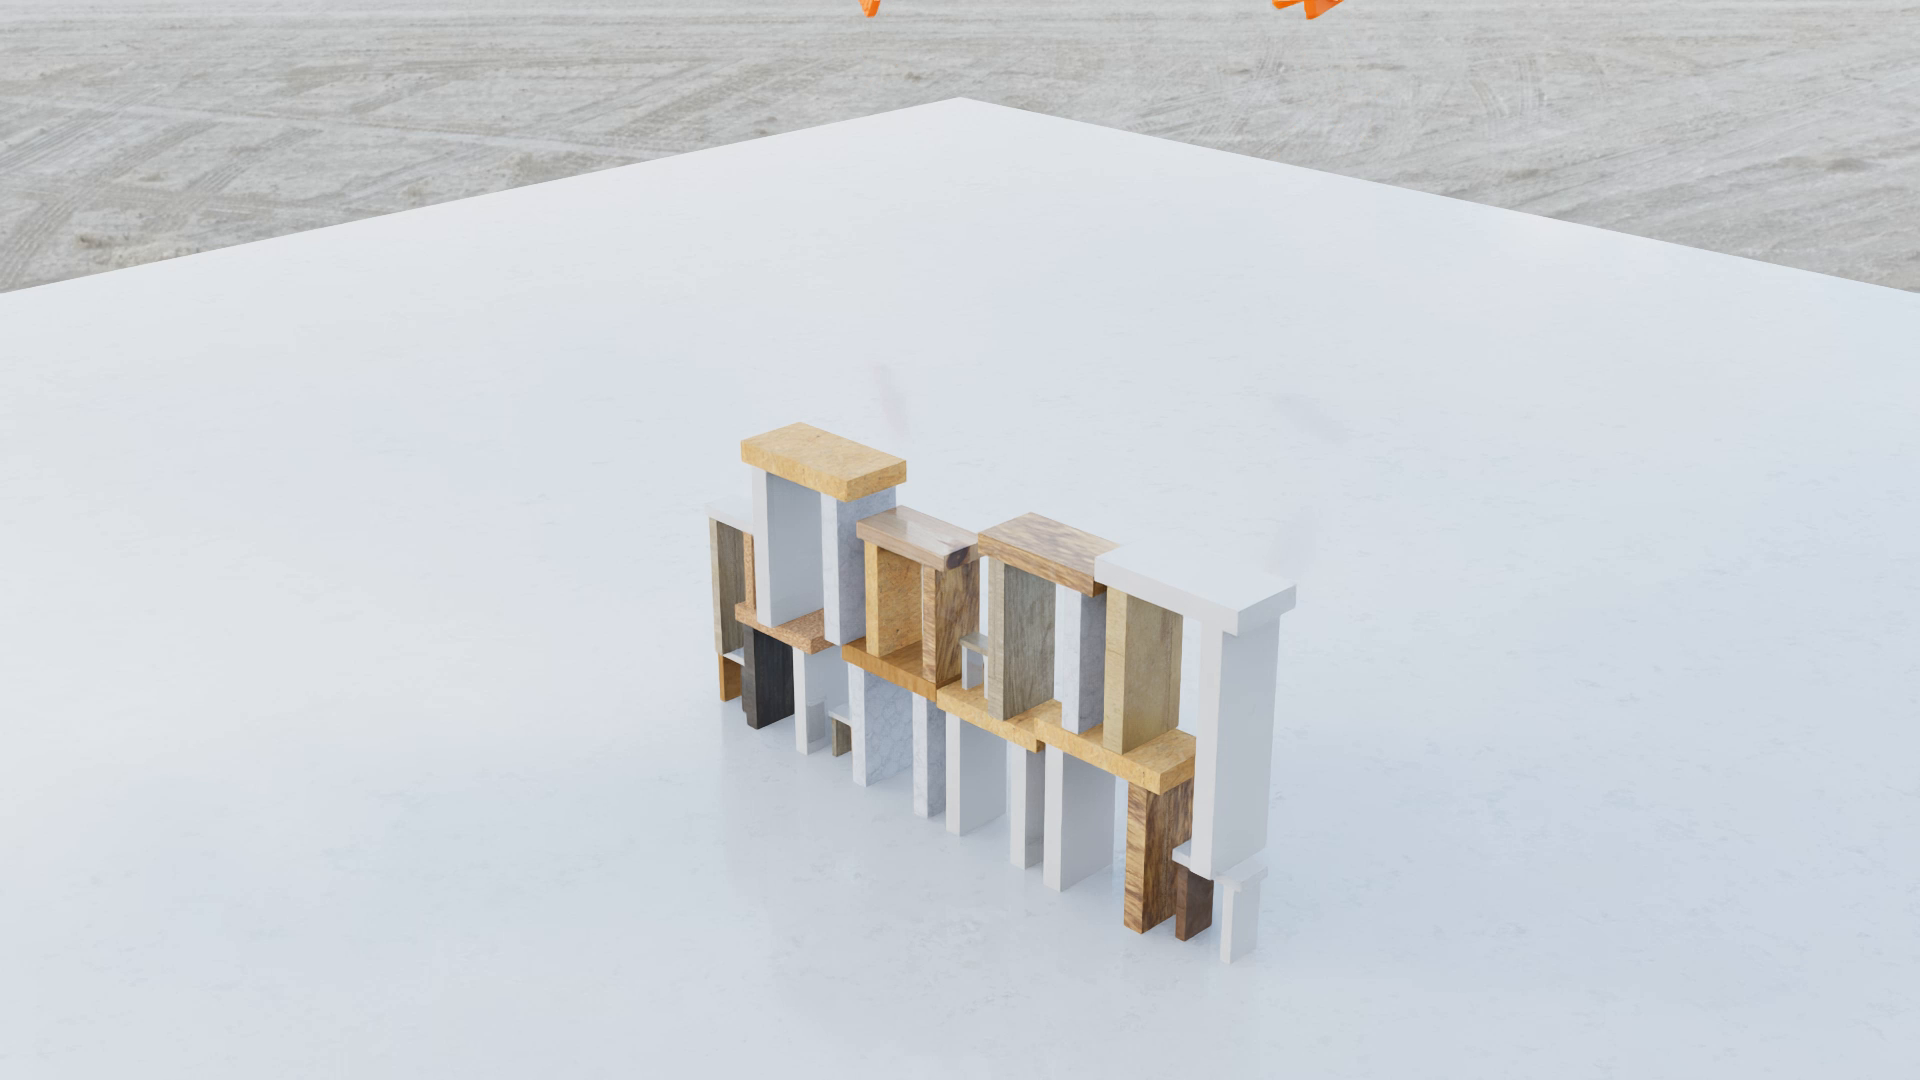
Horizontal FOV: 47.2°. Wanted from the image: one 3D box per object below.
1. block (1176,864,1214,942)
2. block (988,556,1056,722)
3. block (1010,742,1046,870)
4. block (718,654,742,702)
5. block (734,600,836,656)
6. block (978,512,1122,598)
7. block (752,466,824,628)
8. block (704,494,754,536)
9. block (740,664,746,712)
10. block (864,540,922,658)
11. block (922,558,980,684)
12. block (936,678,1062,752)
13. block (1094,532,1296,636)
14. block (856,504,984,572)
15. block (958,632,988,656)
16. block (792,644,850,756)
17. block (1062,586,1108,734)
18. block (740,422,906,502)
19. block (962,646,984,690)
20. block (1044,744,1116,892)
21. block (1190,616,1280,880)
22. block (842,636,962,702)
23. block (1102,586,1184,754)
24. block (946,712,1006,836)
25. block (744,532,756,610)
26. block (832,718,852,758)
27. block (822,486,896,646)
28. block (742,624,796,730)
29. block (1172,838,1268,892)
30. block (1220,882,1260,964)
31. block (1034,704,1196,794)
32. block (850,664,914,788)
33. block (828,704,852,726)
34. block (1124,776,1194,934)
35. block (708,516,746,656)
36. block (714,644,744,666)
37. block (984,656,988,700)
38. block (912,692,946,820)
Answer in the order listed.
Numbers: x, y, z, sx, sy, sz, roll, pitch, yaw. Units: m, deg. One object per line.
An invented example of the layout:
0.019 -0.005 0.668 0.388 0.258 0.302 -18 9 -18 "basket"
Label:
0.431 0.649 4.029 0.079 0.158 0.022 -21 31 -41 "block"
0.117 0.168 4.164 0.040 0.329 0.143 21 31 41 "block"
0.159 0.493 4.259 0.038 0.266 0.133 21 31 41 "block"
-0.510 0.298 4.909 0.016 0.116 0.058 21 31 41 "block"
-0.353 0.172 4.682 0.123 0.035 0.246 -21 31 -40 "block"
0.185 0.024 4.030 0.285 0.040 0.143 21 31 41 "block"
-0.354 -0.006 4.604 0.161 0.354 0.046 -21 31 -40 "block"
-0.458 -0.054 4.694 0.174 0.025 0.087 21 31 41 "block"
-0.455 0.320 4.859 0.016 0.116 0.058 21 31 41 "block"
-0.132 0.102 4.408 0.122 0.245 0.035 -21 31 -40 "block"
-0.017 0.147 4.301 0.122 0.245 0.035 -21 31 -41 "block"
0.096 0.328 4.257 0.266 0.038 0.133 21 31 41 "block"
0.407 0.073 3.820 0.160 0.045 0.320 -21 31 -40 "block"
-0.074 -0.004 4.300 0.122 0.035 0.245 -21 31 -41 "block"
0.046 0.203 4.253 0.092 0.013 0.046 21 31 41 "block"
-0.294 0.324 4.683 0.035 0.246 0.123 21 31 41 "block"
0.252 0.200 4.032 0.040 0.285 0.143 21 31 41 "block"
-0.278 -0.160 4.456 0.322 0.046 0.161 21 31 41 "block"
0.025 0.243 4.293 0.013 0.092 0.046 21 31 41 "block"
0.229 0.503 4.185 0.043 0.305 0.153 21 31 41 "block"
0.482 0.348 3.855 0.160 0.488 0.045 -21 31 -40 "block"
-0.096 0.244 4.436 0.137 0.039 0.274 -21 31 -41 "block"
0.331 0.212 3.960 0.045 0.319 0.160 21 31 41 "block"
0.033 0.444 4.374 0.038 0.266 0.133 21 31 41 "block"
-0.418 0.054 4.694 0.087 0.174 0.025 -21 31 -41 "block"
-0.251 0.411 4.674 0.013 0.092 0.046 21 31 41 "block"
-0.202 0.039 4.458 0.161 0.322 0.046 -21 31 -41 "block"
-0.410 0.279 4.790 0.035 0.246 0.123 21 31 41 "block"
0.468 0.581 3.959 0.079 0.022 0.157 -21 31 -40 "block"
0.505 0.678 3.960 0.022 0.157 0.079 21 31 41 "block"
0.301 0.371 4.051 0.305 0.043 0.153 21 31 41 "block"
-0.160 0.363 4.556 0.137 0.274 0.039 -21 31 -41 "block"
-0.229 0.372 4.633 0.092 0.013 0.046 21 31 41 "block"
0.373 0.559 4.053 0.043 0.305 0.153 21 31 41 "block"
-0.499 0.089 4.799 0.025 0.322 0.087 21 31 41 "block"
-0.483 0.248 4.858 0.116 0.016 0.058 21 31 41 "block"
0.068 0.259 4.253 0.013 0.092 0.046 21 31 41 "block"
-0.031 0.413 4.437 0.039 0.274 0.137 21 31 41 "block"
